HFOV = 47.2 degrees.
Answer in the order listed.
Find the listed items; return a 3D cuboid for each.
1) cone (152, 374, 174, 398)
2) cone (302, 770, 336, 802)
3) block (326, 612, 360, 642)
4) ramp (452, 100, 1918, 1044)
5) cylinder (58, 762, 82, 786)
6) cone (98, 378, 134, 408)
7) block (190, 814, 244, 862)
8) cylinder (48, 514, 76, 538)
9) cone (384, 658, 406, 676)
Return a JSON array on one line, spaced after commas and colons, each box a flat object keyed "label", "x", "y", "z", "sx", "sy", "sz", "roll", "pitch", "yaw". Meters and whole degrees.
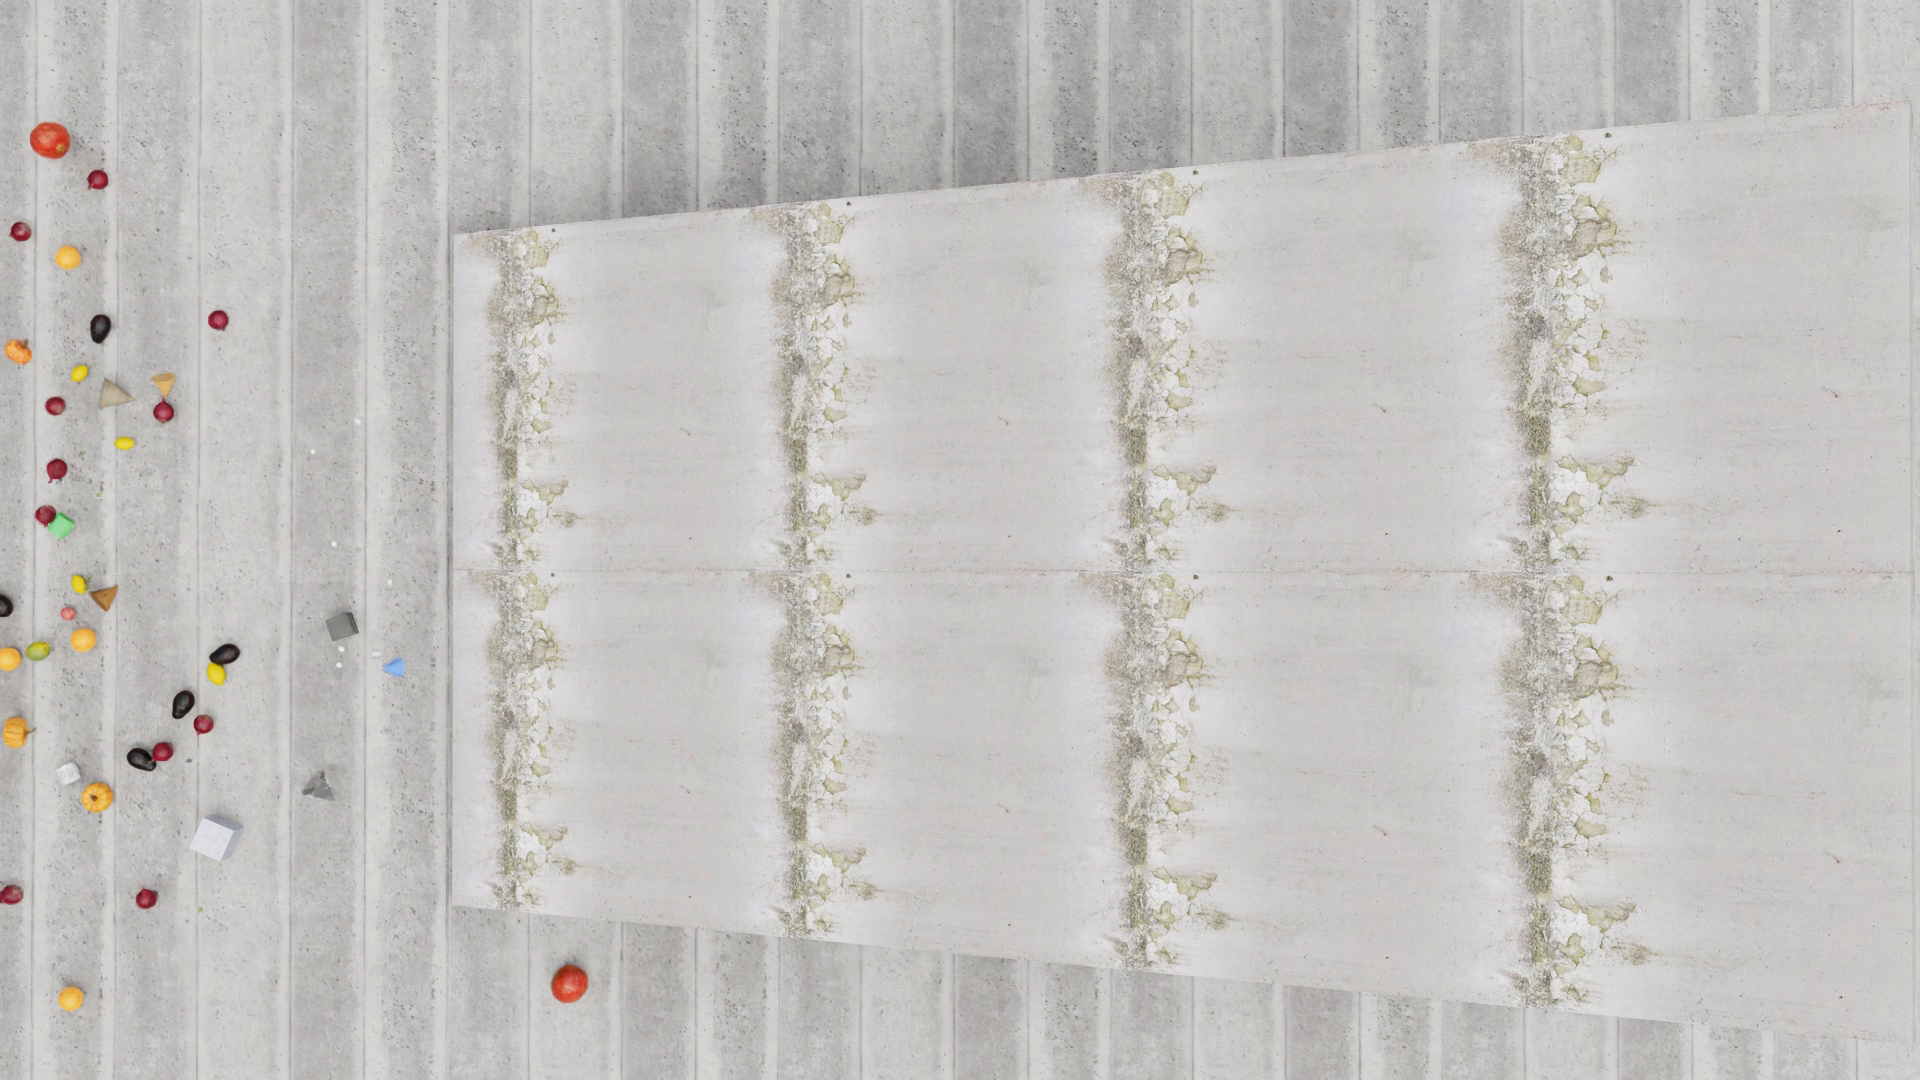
[{"label": "cone", "x": -2.400, "y": -0.459, "z": 6.629, "sx": 0.068, "sy": 0.068, "sz": 0.068, "roll": 3, "pitch": 116, "yaw": 0}, {"label": "cone", "x": -1.908, "y": 0.760, "z": 6.610, "sx": 0.094, "sy": 0.094, "sz": 0.094, "roll": -43, "pitch": 116, "yaw": 0}, {"label": "block", "x": -1.855, "y": 0.260, "z": 6.603, "sx": 0.066, "sy": 0.066, "sz": 0.066, "roll": -19, "pitch": 89, "yaw": 0}, {"label": "ramp", "x": 0.276, "y": 0.077, "z": 5.648, "sx": 4.000, "sy": 0.100, "sz": 2.000, "roll": 0, "pitch": 89, "yaw": 28}, {"label": "cylinder", "x": -2.674, "y": 0.702, "z": 6.605, "sx": 0.054, "sy": 0.054, "sz": 0.054, "roll": -27, "pitch": 89, "yaw": 0}, {"label": "cone", "x": -2.533, "y": -0.432, "z": 6.622, "sx": 0.098, "sy": 0.098, "sz": 0.098, "roll": 12, "pitch": 89, "yaw": -26}, {"label": "block", "x": -2.223, "y": 0.890, "z": 6.580, "sx": 0.099, "sy": 0.099, "sz": 0.099, "roll": 24, "pitch": 89, "yaw": 0}, {"label": "cylinder", "x": -2.701, "y": -0.042, "z": 6.612, "sx": 0.056, "sy": 0.056, "sz": 0.056, "roll": 36, "pitch": 90, "yaw": 0}, {"label": "cone", "x": -1.705, "y": 0.383, "z": 6.595, "sx": 0.057, "sy": 0.057, "sz": 0.057, "roll": 2, "pitch": 92, "yaw": 40}]
